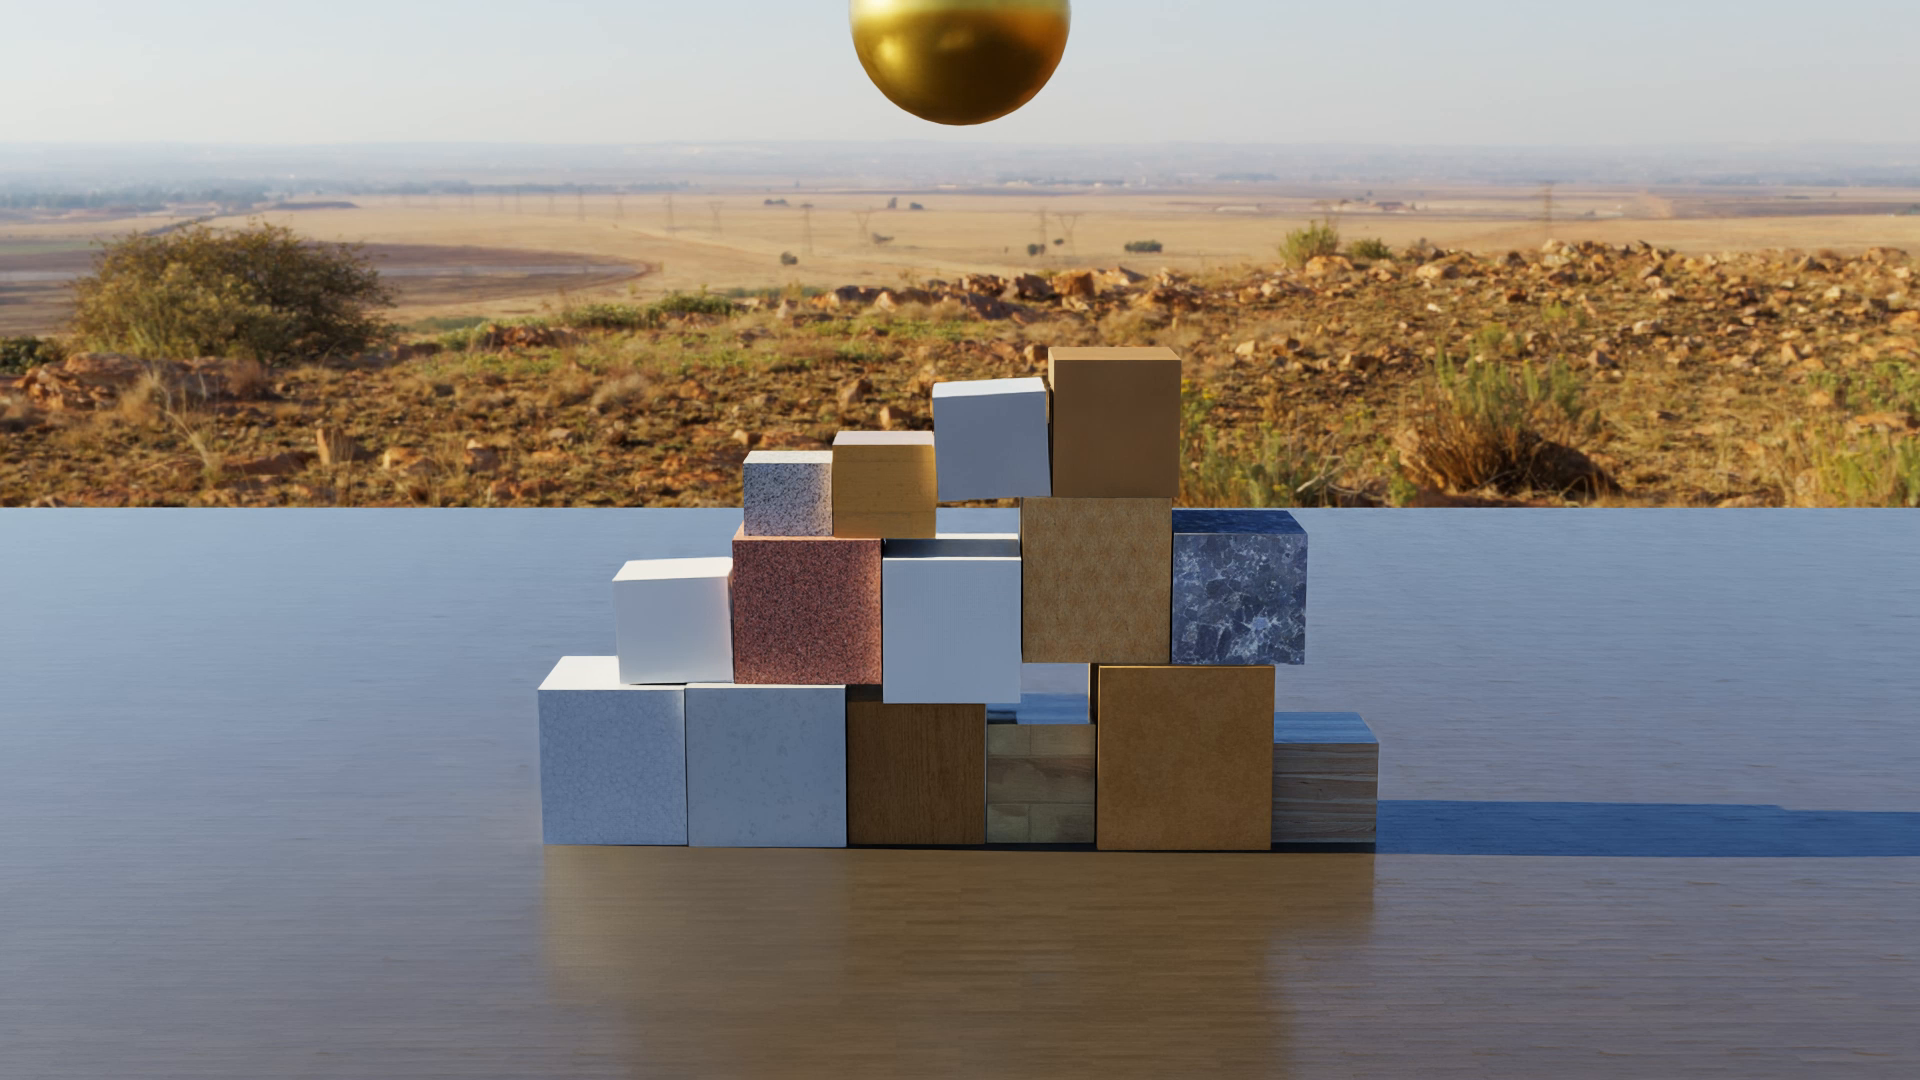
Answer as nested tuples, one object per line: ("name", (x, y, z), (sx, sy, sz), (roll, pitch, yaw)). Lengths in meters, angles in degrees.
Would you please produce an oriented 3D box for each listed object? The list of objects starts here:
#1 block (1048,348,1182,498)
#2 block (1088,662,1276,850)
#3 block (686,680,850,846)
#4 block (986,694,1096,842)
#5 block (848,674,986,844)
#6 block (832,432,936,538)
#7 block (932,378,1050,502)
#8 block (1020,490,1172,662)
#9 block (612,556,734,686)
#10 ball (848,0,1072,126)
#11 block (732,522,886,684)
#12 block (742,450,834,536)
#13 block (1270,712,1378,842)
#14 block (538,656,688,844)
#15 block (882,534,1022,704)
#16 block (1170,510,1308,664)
("block", (0.767, -0.604, 11.090), (0.620, 0.677, 0.672), (0, 10, 0))
("block", (1.123, 1.012, 11.371), (0.867, 0.940, 0.881), (0, 10, 0))
("block", (-0.969, 1.071, 11.376), (0.794, 0.823, 0.773), (0, 10, 0))
("block", (0.408, 1.172, 11.394), (0.543, 0.618, 0.634), (0, 10, 0))
("block", (-0.218, 1.114, 11.372), (0.689, 0.739, 0.654), (0, 10, 0))
("block", (-0.374, -0.284, 11.118), (0.505, 0.471, 0.500), (0, 10, 0))
("block", (0.156, -0.514, 11.093), (0.554, 0.518, 0.634), (-3, 10, 1))
("block", (0.677, 0.141, 11.210), (0.730, 0.831, 0.687), (0, 10, 0))
("block", (-1.434, 0.408, 11.242), (0.572, 0.535, 0.512), (-2, 10, 0))
("ball", (0.000, -3.774, 15.734), (1.600, 1.600, 1.600), (0, 10, 0))
("block", (-0.759, 0.305, 11.244), (0.734, 0.733, 0.632), (0, 10, 0))
("block", (-0.854, -0.239, 11.154), (0.446, 0.369, 0.431), (0, 10, 0))
("block", (1.836, 1.221, 11.395), (0.538, 0.520, 0.612), (0, 10, 0))
("block", (-1.740, 1.078, 11.383), (0.729, 0.807, 0.716), (0, 10, 0))
("block", (-0.040, 0.390, 11.256), (0.684, 0.727, 0.735), (0, 10, 0))
("block", (1.380, 0.230, 11.205), (0.656, 0.658, 0.721), (0, 10, 0))
